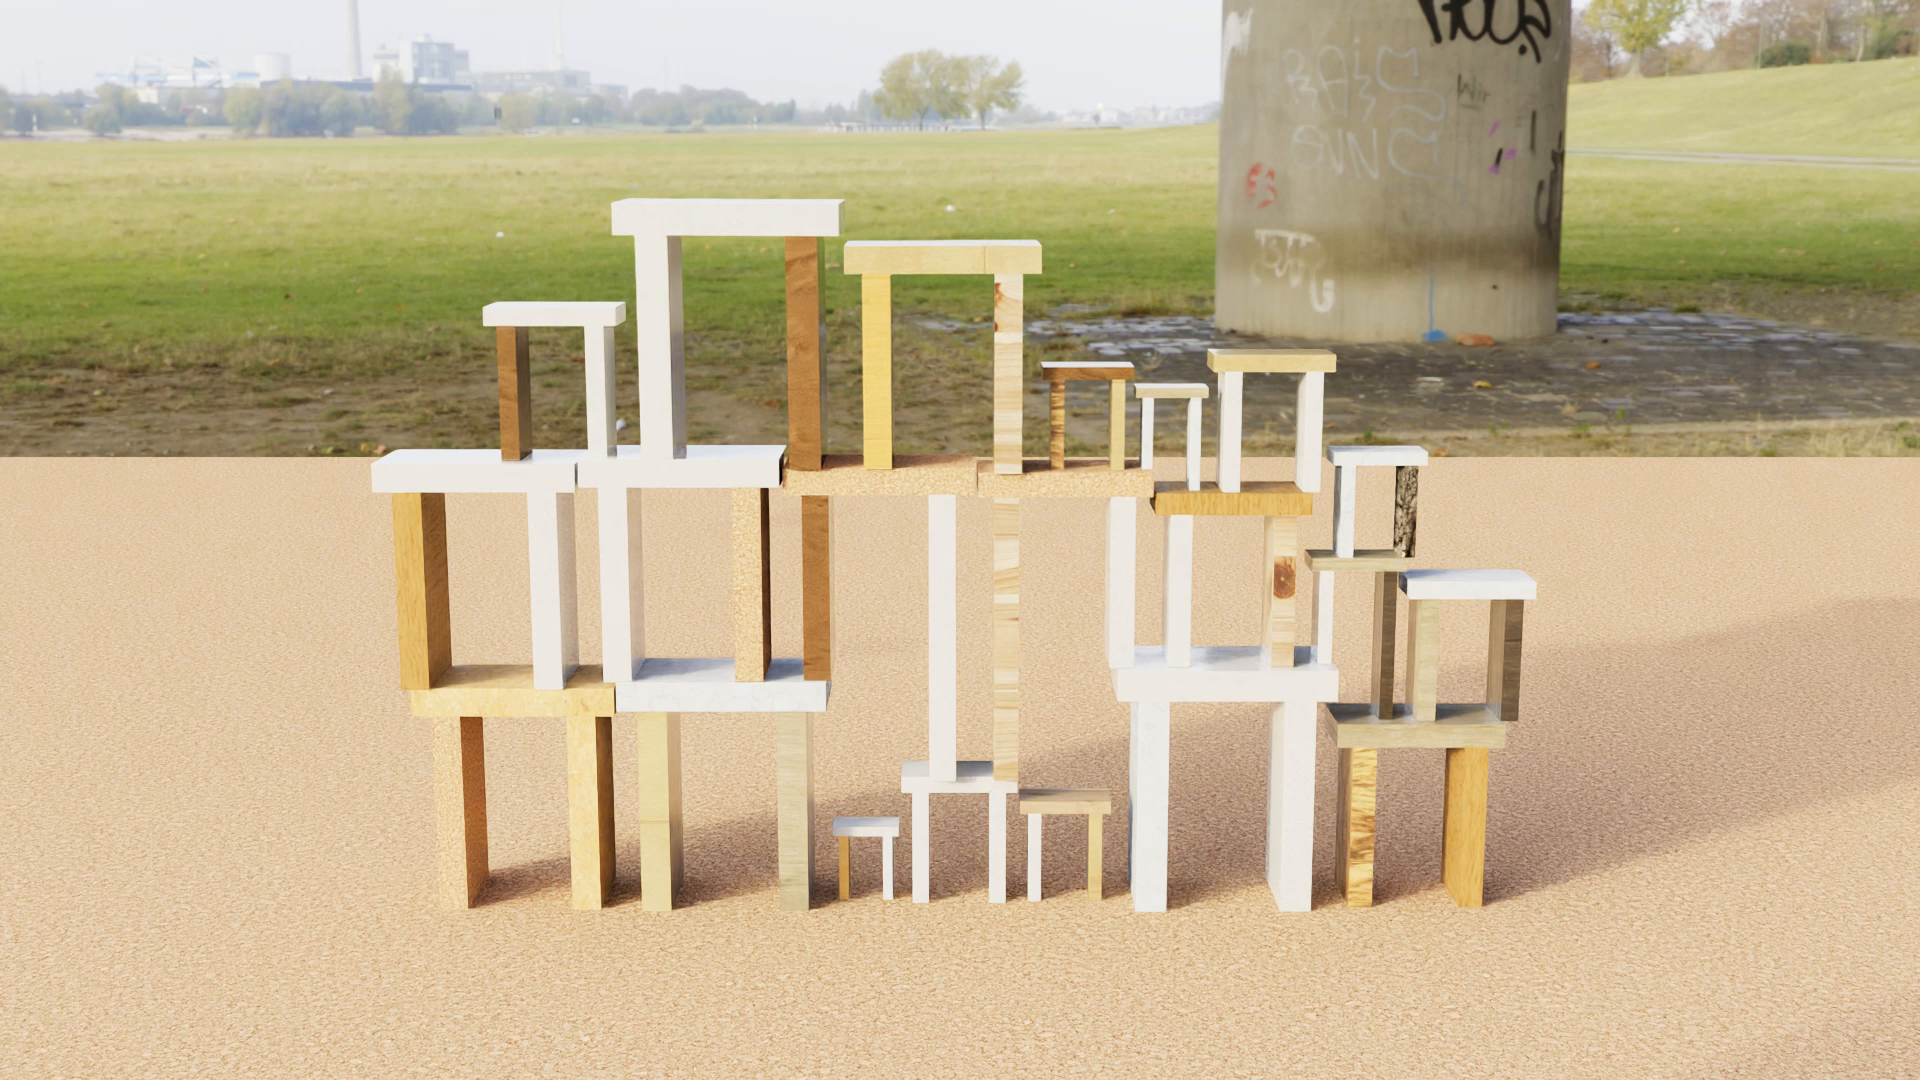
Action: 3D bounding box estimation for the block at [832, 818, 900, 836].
[{"bbox_3d":[-0.155,0.476,3.647,0.109,0.015,0.054,0,11,0],"label":"block"}]

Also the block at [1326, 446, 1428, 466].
[{"bbox_3d":[0.671,-0.136,3.539,0.149,0.021,0.075,0,11,0],"label":"block"}]

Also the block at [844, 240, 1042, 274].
[{"bbox_3d":[-0.027,-0.447,3.474,0.305,0.043,0.153,0,11,-1],"label":"block"}]

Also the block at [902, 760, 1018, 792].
[{"bbox_3d":[-0.001,0.391,3.634,0.189,0.027,0.095,0,11,0],"label":"block"}]

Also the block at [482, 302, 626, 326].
[{"bbox_3d":[-0.642,-0.359,3.490,0.207,0.029,0.103,0,11,0],"label":"block"}]

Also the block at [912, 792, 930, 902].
[{"bbox_3d":[-0.064,0.497,3.654,0.027,0.189,0.094,0,11,0],"label":"block"}]

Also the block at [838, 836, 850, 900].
[{"bbox_3d":[-0.192,0.537,3.658,0.015,0.109,0.054,0,11,0],"label":"block"}]

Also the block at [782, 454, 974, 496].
[{"bbox_3d":[-0.129,-0.106,3.544,0.302,0.043,0.151,0,11,0],"label":"block"}]

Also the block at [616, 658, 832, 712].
[{"bbox_3d":[-0.383,0.236,3.604,0.336,0.048,0.168,0,11,0],"label":"block"}]

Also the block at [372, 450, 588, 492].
[{"bbox_3d":[-0.765,-0.112,3.536,0.319,0.045,0.160,0,11,0],"label":"block"}]

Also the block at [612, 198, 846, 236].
[{"bbox_3d":[-0.360,-0.510,3.468,0.349,0.049,0.175,0,11,0],"label":"block"}]

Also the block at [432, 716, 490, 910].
[{"bbox_3d":[-0.827,0.429,3.644,0.046,0.326,0.163,0,11,0],"label":"block"}]

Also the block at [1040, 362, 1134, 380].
[{"bbox_3d":[0.203,-0.270,3.509,0.144,0.020,0.072,0,11,0],"label":"block"}]

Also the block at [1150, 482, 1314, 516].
[{"bbox_3d":[0.435,-0.068,3.548,0.248,0.035,0.124,0,11,0],"label":"block"}]

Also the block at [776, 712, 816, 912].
[{"bbox_3d":[-0.271,0.425,3.639,0.048,0.336,0.168,0,11,0],"label":"block"}]

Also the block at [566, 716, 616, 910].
[{"bbox_3d":[-0.610,0.429,3.644,0.046,0.326,0.163,0,11,0],"label":"block"}]

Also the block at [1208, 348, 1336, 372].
[{"bbox_3d":[0.495,-0.286,3.504,0.192,0.027,0.096,0,11,0],"label":"block"}]

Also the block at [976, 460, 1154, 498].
[{"bbox_3d":[0.167,-0.100,3.545,0.278,0.039,0.139,0,11,0],"label":"block"}]

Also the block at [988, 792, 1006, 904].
[{"bbox_3d":[0.062,0.497,3.653,0.027,0.189,0.095,0,11,0],"label":"block"}]

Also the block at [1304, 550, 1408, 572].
[{"bbox_3d":[0.641,0.033,3.566,0.153,0.022,0.076,0,11,0],"label":"block"}]

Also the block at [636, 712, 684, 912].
[{"bbox_3d":[-0.494,0.425,3.639,0.048,0.336,0.168,0,11,0],"label":"block"}]

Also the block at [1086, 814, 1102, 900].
[{"bbox_3d":[0.223,0.516,3.657,0.021,0.149,0.075,0,11,0],"label":"block"}]

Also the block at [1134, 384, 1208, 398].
[{"bbox_3d":[0.337,-0.238,3.514,0.114,0.016,0.057,0,11,0],"label":"block"}]

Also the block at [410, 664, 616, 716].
[{"bbox_3d":[-0.718,0.246,3.610,0.326,0.046,0.163,0,11,0],"label":"block"}]

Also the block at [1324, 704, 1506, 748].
[{"bbox_3d":[0.746,0.304,3.619,0.271,0.038,0.135,0,11,0],"label":"block"}]

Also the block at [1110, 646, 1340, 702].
[{"bbox_3d":[0.429,0.218,3.603,0.353,0.050,0.176,0,11,0],"label":"block"}]

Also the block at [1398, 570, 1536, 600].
[{"bbox_3d":[0.824,0.072,3.578,0.203,0.029,0.101,0,11,0],"label":"block"}]

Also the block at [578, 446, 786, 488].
[{"bbox_3d":[-0.443,-0.119,3.535,0.316,0.045,0.158,0,11,0],"label":"block"}]

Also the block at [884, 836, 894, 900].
[{"bbox_3d":[-0.119,0.537,3.658,0.015,0.109,0.054,0,11,0],"label":"block"}]

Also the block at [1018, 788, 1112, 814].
[{"bbox_3d":[0.173,0.432,3.642,0.149,0.021,0.075,0,11,0],"label":"block"}]

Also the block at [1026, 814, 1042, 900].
[{"bbox_3d":[0.123,0.516,3.657,0.021,0.149,0.075,0,11,0],"label":"block"}]
